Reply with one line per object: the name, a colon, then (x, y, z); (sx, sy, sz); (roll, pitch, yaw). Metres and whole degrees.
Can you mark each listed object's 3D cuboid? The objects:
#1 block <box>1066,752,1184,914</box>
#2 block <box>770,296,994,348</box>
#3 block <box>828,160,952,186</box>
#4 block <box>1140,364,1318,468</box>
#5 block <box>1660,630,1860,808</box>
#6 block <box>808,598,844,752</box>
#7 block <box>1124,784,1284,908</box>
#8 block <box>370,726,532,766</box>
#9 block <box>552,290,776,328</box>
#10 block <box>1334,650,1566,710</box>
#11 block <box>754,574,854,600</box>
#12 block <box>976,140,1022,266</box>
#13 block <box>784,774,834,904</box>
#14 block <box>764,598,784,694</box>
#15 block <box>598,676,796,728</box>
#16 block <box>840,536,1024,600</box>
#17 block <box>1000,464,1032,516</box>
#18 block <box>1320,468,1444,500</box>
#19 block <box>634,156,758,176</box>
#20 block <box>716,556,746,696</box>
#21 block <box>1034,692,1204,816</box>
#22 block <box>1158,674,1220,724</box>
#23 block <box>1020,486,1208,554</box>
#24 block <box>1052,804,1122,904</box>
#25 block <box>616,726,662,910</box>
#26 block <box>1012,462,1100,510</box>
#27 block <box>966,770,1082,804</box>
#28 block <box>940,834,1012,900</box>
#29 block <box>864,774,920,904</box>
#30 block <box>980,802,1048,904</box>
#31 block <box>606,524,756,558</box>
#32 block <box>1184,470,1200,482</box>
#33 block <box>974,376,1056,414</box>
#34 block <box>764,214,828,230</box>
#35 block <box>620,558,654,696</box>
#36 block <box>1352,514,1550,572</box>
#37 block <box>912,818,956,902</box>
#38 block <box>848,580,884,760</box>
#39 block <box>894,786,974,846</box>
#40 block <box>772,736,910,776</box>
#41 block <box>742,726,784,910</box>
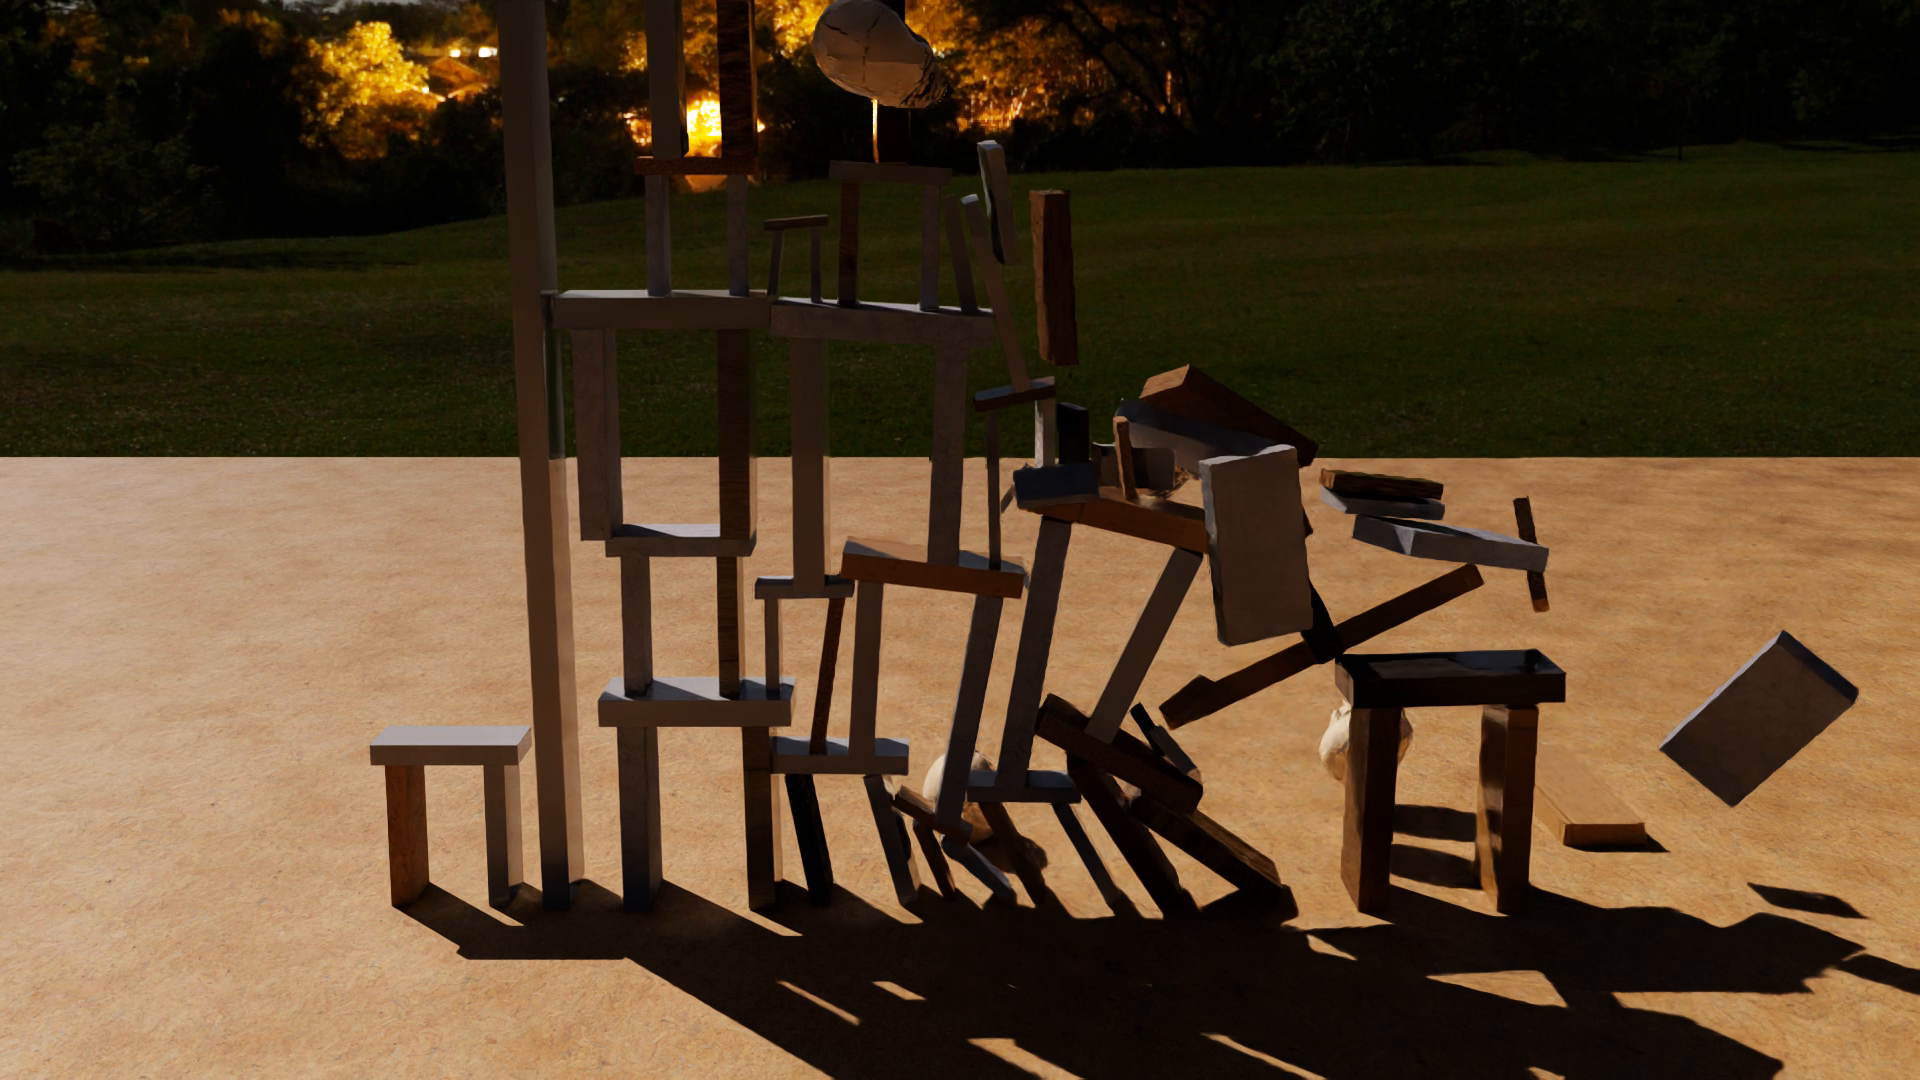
block: (0.270, 0.467, 3.621); (0.040, 0.284, 0.142); (-33, 9, 7)
block: (-0.121, -0.346, 3.492); (0.346, 0.049, 0.173); (3, 10, -1)
block: (-0.110, -0.577, 3.466); (0.190, 0.027, 0.095); (4, 9, -1)
block: (0.431, -0.190, 3.525); (0.263, 0.037, 0.131); (30, -18, -20)
block: (1.246, 0.282, 3.437); (0.145, 0.290, 0.041); (40, 43, 8)
block: (-0.217, 0.213, 3.598); (0.022, 0.257, 0.079); (8, 10, -1)
block: (0.402, 0.495, 3.651); (0.283, 0.040, 0.142); (34, 10, -5)
block: (-0.836, 0.338, 3.622); (0.239, 0.034, 0.120); (0, 11, 0)
block: (-0.465, -0.367, 3.489); (0.334, 0.047, 0.167); (0, 11, -1)
block: (0.798, 0.227, 3.601); (0.340, 0.048, 0.170); (-2, 10, -1)
block: (-0.251, 0.076, 3.572); (0.158, 0.022, 0.079); (-1, 10, 0)
block: (0.060, -0.522, 3.406); (0.026, 0.182, 0.091); (-12, 19, -6)
block: (-0.249, 0.480, 3.649); (0.031, 0.221, 0.111); (-11, 10, 2)
block: (-0.304, 0.165, 3.589); (0.022, 0.158, 0.079); (0, 11, 0)
block: (-0.427, 0.265, 3.607); (0.309, 0.044, 0.154); (0, 11, 0)
block: (-0.043, 0.044, 3.567); (0.291, 0.041, 0.145); (7, 10, -1)
block: (0.085, -0.078, 3.621); (0.014, 0.097, 0.049); (33, -20, 0)
block: (0.725, -0.096, 3.791); (0.190, 0.027, 0.095); (5, 6, -5)
block: (-0.412, -0.586, 3.445); (0.186, 0.026, 0.093); (0, 11, -1)
block: (-0.373, 0.128, 3.589); (0.033, 0.230, 0.115); (0, 11, 0)
block: (0.259, 0.347, 3.580); (0.283, 0.040, 0.142); (28, 10, 0)
block: (0.367, 0.254, 3.519); (0.091, 0.013, 0.045); (-37, 36, -14)
block: (0.270, -0.044, 3.528); (0.334, 0.047, 0.167); (13, 9, 4)
block: (0.207, 0.506, 3.641); (0.026, 0.186, 0.093); (-29, 11, 2)
block: (-0.529, 0.438, 3.639); (0.044, 0.309, 0.154); (-1, 11, 0)
block: (0.146, -0.084, 3.360); (0.125, 0.018, 0.063); (-6, 52, -1)
block: (0.105, 0.406, 3.623); (0.186, 0.026, 0.093); (1, 11, 1)
block: (0.026, 0.537, 3.657); (0.138, 0.020, 0.069); (42, 7, -8)
block: (-0.112, 0.481, 3.650); (0.031, 0.221, 0.111); (-15, 10, 4)
block: (0.087, 0.504, 3.650); (0.026, 0.186, 0.093); (-28, 10, 3)
block: (-0.450, 0.000, 3.558); (0.230, 0.033, 0.115); (0, 11, 0)
block: (0.416, -0.170, 3.672); (0.067, 0.134, 0.019); (43, -4, -4)
block: (0.088, -0.232, 3.503); (0.131, 0.018, 0.065); (-12, 17, 6)
block: (-0.258, -0.501, 3.469); (0.101, 0.014, 0.050); (-5, 12, -2)
block: (-0.527, 0.129, 3.588); (0.033, 0.230, 0.115); (0, 11, -1)
block: (0.845, 0.005, 3.785); (0.307, 0.043, 0.153); (6, 8, -30)
block: (-0.043, 0.524, 3.655); (0.020, 0.138, 0.069); (-22, 10, 4)
block: (-0.152, 0.197, 3.596); (0.041, 0.291, 0.145); (3, 10, -1)
block: (-0.044, 0.456, 3.641); (0.138, 0.020, 0.069); (30, 9, -2)
block: (-0.195, 0.356, 3.626); (0.221, 0.031, 0.111); (1, 11, 0)
block: (-0.326, 0.438, 3.638); (0.044, 0.309, 0.154); (-1, 11, 0)
